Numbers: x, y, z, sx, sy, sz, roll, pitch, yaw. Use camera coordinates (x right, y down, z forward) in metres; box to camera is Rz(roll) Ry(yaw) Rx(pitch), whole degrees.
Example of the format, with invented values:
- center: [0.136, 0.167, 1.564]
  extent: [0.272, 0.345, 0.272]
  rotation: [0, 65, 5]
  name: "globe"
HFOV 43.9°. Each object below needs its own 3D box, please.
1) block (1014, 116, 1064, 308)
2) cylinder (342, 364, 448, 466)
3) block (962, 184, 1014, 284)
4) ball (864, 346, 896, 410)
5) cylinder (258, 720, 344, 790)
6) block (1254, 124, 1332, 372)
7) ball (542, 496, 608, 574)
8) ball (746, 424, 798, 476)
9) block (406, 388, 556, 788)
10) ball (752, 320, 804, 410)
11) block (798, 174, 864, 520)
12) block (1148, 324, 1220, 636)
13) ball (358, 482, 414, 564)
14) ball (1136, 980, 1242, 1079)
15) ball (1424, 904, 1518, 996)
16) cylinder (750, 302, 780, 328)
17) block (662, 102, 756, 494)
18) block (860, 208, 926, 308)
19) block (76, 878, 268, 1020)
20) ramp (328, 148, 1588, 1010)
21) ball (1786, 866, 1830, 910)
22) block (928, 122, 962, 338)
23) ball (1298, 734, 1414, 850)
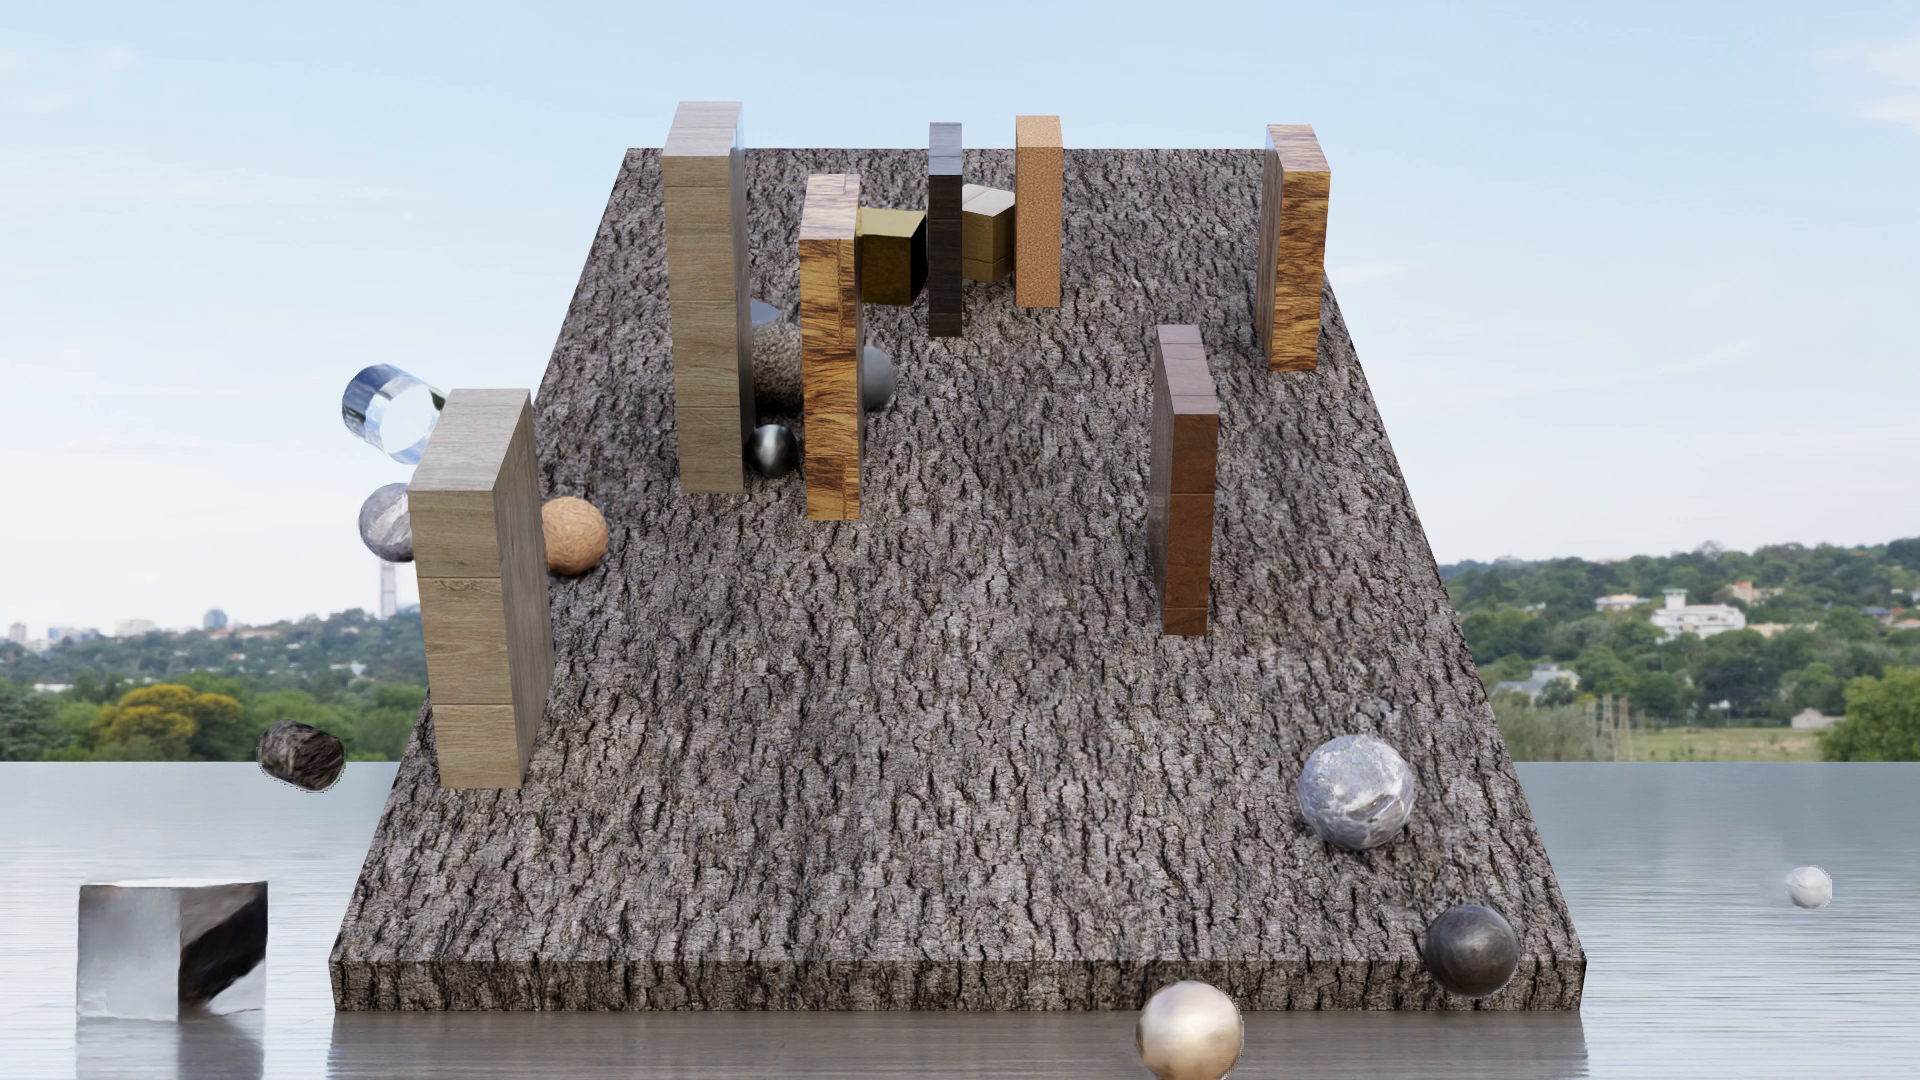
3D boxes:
- center: [0.202, -0.857, 6.205]
  extent: [0.113, 0.433, 0.257]
  rotation: [0, 28, 0]
  name: "block"
- center: [-1.332, -0.299, 5.655]
  extent: [0.196, 0.196, 0.196]
  rotation: [5, 15, -44]
  name: "cylinder"
- center: [0.054, -0.825, 6.405]
  extent: [0.189, 0.189, 0.189]
  rotation: [16, 32, 27]
  name: "block"
- center: [-0.224, -0.382, 5.609]
  extent: [0.149, 0.149, 0.149]
  rotation: [0, -5, 0]
  name: "ball"
- center: [-1.339, 0.437, 4.849]
  extent: [0.121, 0.121, 0.121]
  rotation: [13, 4, 39]
  name: "cylinder"
- center: [0.814, -0.721, 5.869]
  extent: [0.110, 0.512, 0.351]
  rotation: [0, 28, 0]
  name: "block"
- center: [-0.803, -0.009, 4.890]
  extent: [0.159, 0.159, 0.159]
  rotation: [0, -5, 0]
  name: "ball"
- center: [-0.417, -0.199, 5.297]
  extent: [0.117, 0.117, 0.117]
  rotation: [0, -5, 0]
  name: "ball"
- center: [-0.846, 0.082, 4.257]
  extent: [0.141, 0.589, 0.411]
  rotation: [0, 28, 0]
  name: "block"
- center: [-0.426, -0.409, 5.595]
  extent: [0.209, 0.209, 0.209]
  rotation: [0, -5, 0]
  name: "ball"
- center: [-0.272, -0.419, 5.152]
  extent: [0.111, 0.641, 0.397]
  rotation: [0, 28, 0]
  name: "block"
- center: [0.443, -0.125, 4.775]
  extent: [0.084, 0.479, 0.433]
  rotation: [0, 28, 0]
  name: "block"
- center: [-1.186, -0.036, 5.048]
  extent: [0.171, 0.171, 0.171]
  rotation: [0, -5, 0]
  name: "ball"
- center: [0.283, 0.610, 2.946]
  extent: [0.131, 0.131, 0.131]
  rotation: [0, -5, 0]
  name: "ball"
- center: [0.793, 0.636, 3.701]
  extent: [0.142, 0.142, 0.142]
  rotation: [0, -5, 0]
  name: "ball"
- center: [-0.513, -0.468, 5.751]
  extent: [0.164, 0.164, 0.164]
  rotation: [0, 29, 0]
  name: "cylinder"
- center: [-0.544, -0.530, 5.220]
  extent: [0.138, 0.773, 0.366]
  rotation: [0, 28, 0]
  name: "block"
- center: [-0.201, -0.743, 6.245]
  extent: [0.192, 0.192, 0.192]
  rotation: [6, 28, 10]
  name: "block"
- center: [-1.262, 0.652, 3.824]
  extent: [0.205, 0.205, 0.205]
  rotation: [-2, -5, 23]
  name: "block"
- center: [-0.011, -0.223, 5.577]
  extent: [2.000, 0.100, 4.000]
  rotation: [0, 28, 0]
  name: "ramp"
- center: [2.265, 0.928, 6.369]
  extent: [0.115, 0.115, 0.115]
  rotation: [0, -5, 0]
  name: "ball"
- center: [-0.037, -0.797, 6.097]
  extent: [0.083, 0.429, 0.410]
  rotation: [0, 28, 0]
  name: "block"
- center: [0.671, 0.427, 4.037]
  extent: [0.195, 0.195, 0.195]
  rotation: [0, -5, 0]
  name: "ball"
